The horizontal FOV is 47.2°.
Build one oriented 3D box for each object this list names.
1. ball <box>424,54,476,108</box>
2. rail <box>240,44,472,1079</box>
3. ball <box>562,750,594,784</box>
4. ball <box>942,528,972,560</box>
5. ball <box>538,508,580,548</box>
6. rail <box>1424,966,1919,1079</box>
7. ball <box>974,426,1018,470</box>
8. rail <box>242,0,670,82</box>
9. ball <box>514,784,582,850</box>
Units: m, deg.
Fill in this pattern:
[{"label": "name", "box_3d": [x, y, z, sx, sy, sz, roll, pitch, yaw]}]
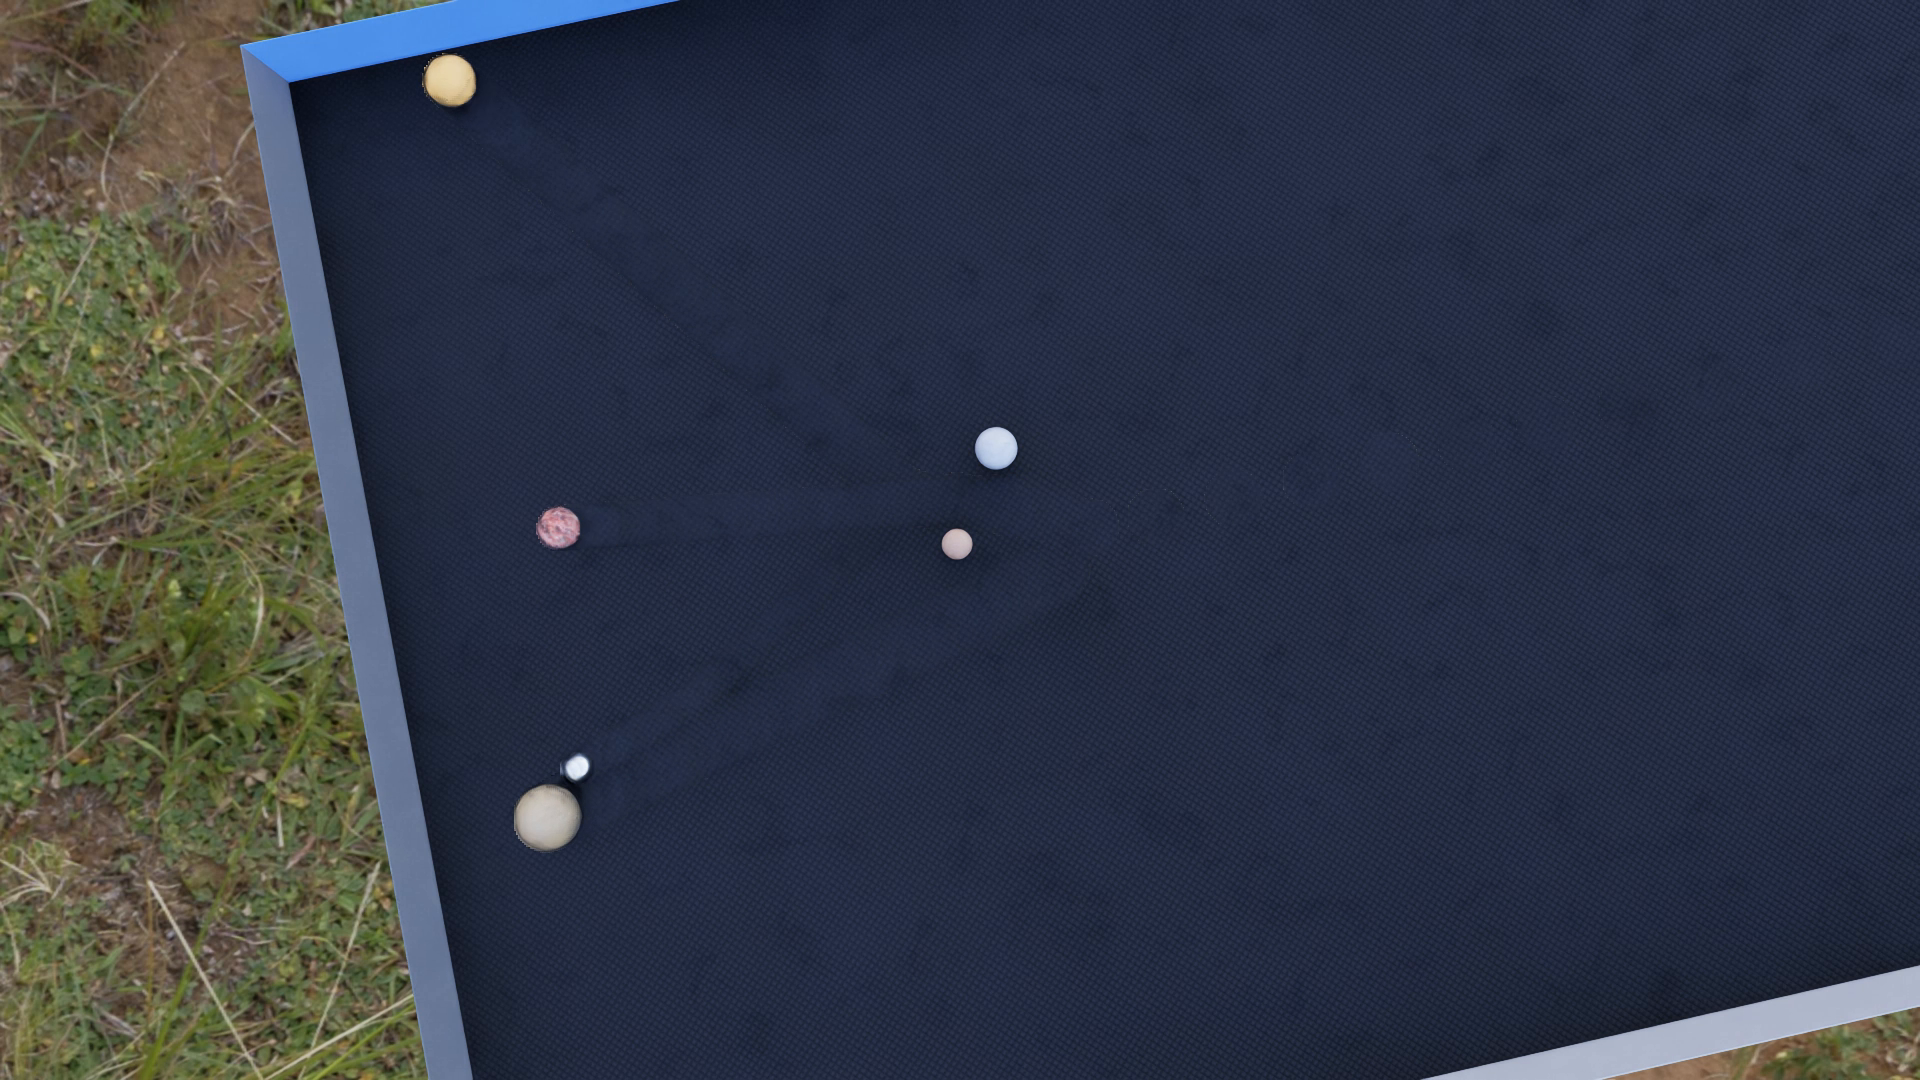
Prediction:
[{"label": "ball", "box_3d": [-0.780, -0.703, 3.367, 0.078, 0.078, 0.078, 0, 82, 0]}, {"label": "rail", "box_3d": [-0.848, 0.182, 3.214, 0.045, 0.124, 1.901, -12, 82, -2]}, {"label": "ball", "box_3d": [-0.561, 0.334, 3.231, 0.048, 0.048, 0.048, 0, 82, 0]}, {"label": "ball", "box_3d": [-0.004, 0.006, 3.280, 0.046, 0.046, 0.046, 0, 82, 0]}, {"label": "ball", "box_3d": [-0.596, -0.018, 3.275, 0.062, 0.062, 0.062, 0, 82, 0]}, {"label": "rail", "box_3d": [1.072, 0.699, 3.138, 3.568, 0.124, 0.045, -12, 82, -2]}, {"label": "ball", "box_3d": [0.054, -0.137, 3.292, 0.064, 0.064, 0.064, 0, 82, 0]}, {"label": "rail", "box_3d": [0.670, -1.091, 3.400, 3.568, 0.124, 0.045, -12, 82, -2]}, {"label": "ball", "box_3d": [-0.598, 0.403, 3.197, 0.095, 0.095, 0.095, 0, 82, 0]}]
